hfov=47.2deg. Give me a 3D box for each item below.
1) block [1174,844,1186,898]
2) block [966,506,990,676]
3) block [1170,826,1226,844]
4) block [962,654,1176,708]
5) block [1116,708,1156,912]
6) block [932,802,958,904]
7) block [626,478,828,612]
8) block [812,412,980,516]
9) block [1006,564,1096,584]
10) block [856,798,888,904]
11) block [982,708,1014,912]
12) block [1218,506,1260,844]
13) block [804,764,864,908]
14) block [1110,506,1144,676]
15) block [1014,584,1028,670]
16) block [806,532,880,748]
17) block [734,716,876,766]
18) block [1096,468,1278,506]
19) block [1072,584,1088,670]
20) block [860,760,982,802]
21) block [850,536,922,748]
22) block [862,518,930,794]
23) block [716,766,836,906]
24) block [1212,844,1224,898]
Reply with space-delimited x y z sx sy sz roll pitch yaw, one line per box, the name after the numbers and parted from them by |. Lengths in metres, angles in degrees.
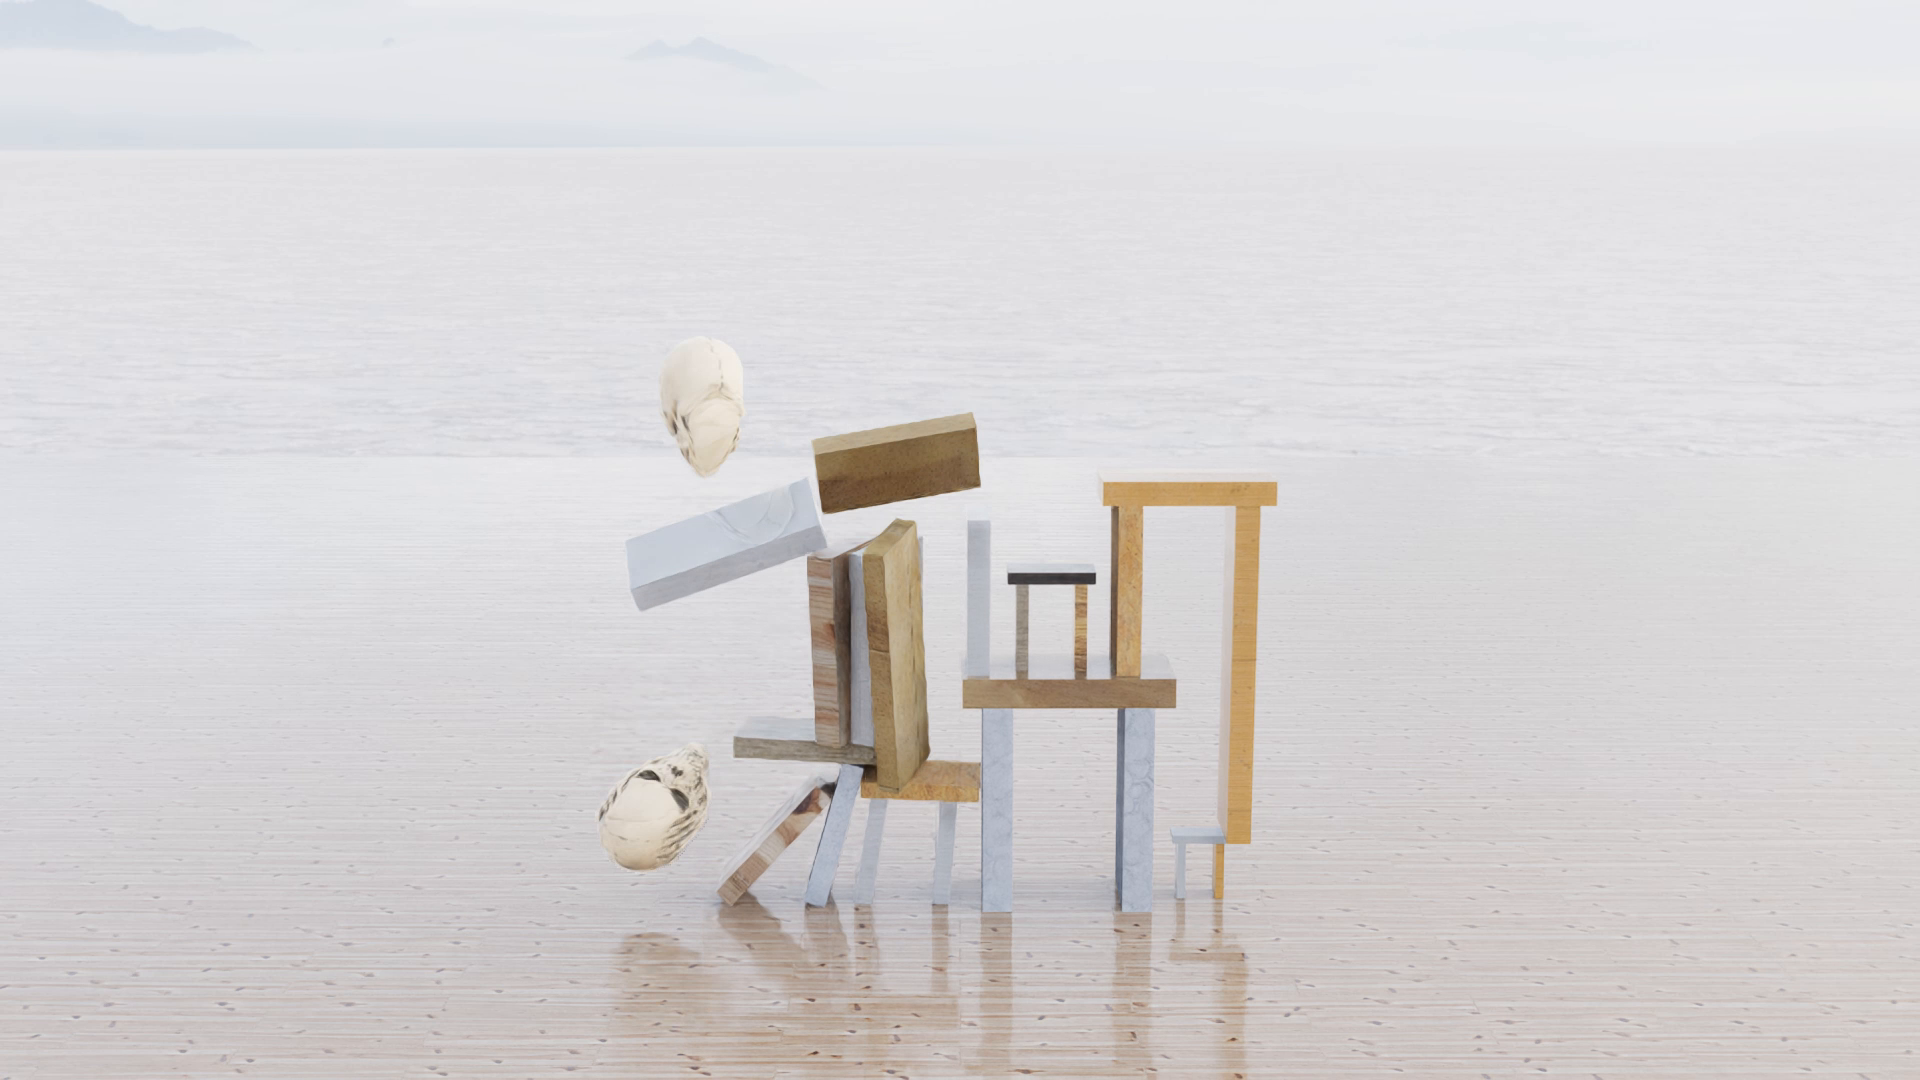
0.367 0.544 3.660 0.013 0.095 0.047 0 11 0 | block
0.028 0.082 3.566 0.036 0.254 0.127 0 11 -2 | block
0.398 0.490 3.651 0.095 0.013 0.047 1 11 0 | block
0.174 0.230 3.599 0.342 0.048 0.171 0 11 0 | block
0.289 0.422 3.637 0.048 0.342 0.171 0 11 0 | block
-0.025 0.495 3.647 0.027 0.192 0.096 4 11 -2 | block
-0.377 0.006 3.527 0.314 0.044 0.157 -19 31 0 | block
-0.098 -0.118 3.430 0.254 0.127 0.036 -10 44 -6 | block
0.148 0.056 3.573 0.142 0.020 0.071 0 11 0 | block
-0.144 0.492 3.632 0.027 0.192 0.096 9 19 -1 | block
0.061 0.422 3.636 0.048 0.342 0.171 0 11 0 | block
0.456 0.209 3.603 0.039 0.559 0.138 0 11 0 | block
-0.204 0.468 3.638 0.035 0.248 0.124 16 12 -2 | block
0.270 0.070 3.576 0.039 0.276 0.138 0 11 -1 | block
0.101 0.135 3.588 0.020 0.142 0.071 0 11 0 | block
-0.180 0.160 3.548 0.044 0.314 0.157 6 17 27 | block
-0.236 0.328 3.611 0.248 0.035 0.124 2 12 7 | block
0.363 -0.085 3.547 0.276 0.039 0.138 0 10 -1 | block
0.195 0.135 3.587 0.020 0.142 0.071 0 11 0 | block
-0.063 0.391 3.590 0.192 0.027 0.096 2 19 2 | block
-0.118 0.160 3.558 0.044 0.314 0.157 8 16 27 | block
-0.099 0.186 3.477 0.036 0.425 0.127 8 28 21 | block
-0.304 0.489 3.650 0.035 0.248 0.124 42 8 -7 | block
0.430 0.544 3.660 0.013 0.094 0.047 0 11 0 | block
